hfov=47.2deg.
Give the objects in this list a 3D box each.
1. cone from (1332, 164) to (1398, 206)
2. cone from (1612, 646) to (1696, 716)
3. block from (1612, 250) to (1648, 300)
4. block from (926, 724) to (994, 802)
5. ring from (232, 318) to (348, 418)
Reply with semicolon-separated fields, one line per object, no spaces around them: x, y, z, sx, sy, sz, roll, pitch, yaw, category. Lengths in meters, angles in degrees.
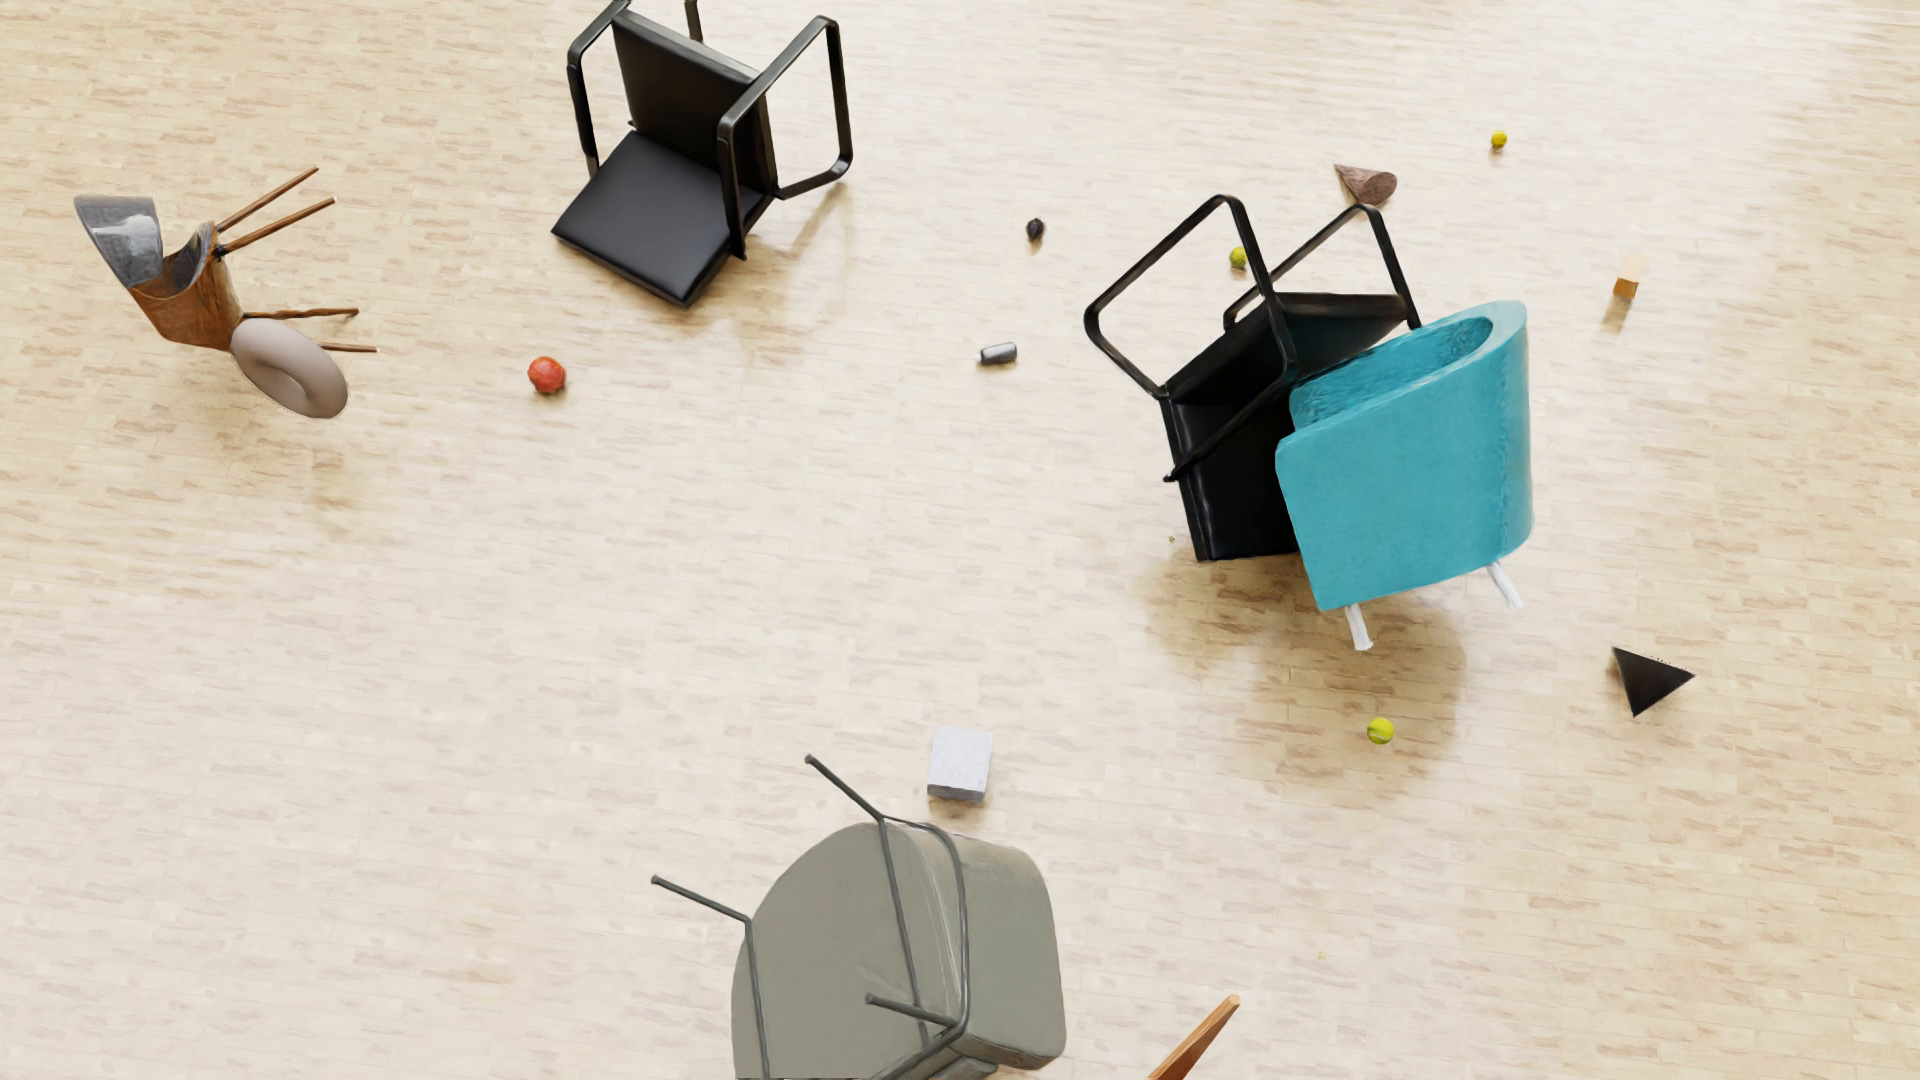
1.320;-1.216;7.354;0.176;0.119;0.224;-17;40;-31;cone
1.938;0.423;6.233;0.262;0.197;0.172;22;93;53;cone
2.139;-0.847;7.017;0.069;0.094;0.111;20;67;13;block
-0.001;0.617;6.054;0.159;0.130;0.167;9;70;1;block
-1.967;-0.502;6.460;0.314;0.419;0.122;9;61;27;ring
